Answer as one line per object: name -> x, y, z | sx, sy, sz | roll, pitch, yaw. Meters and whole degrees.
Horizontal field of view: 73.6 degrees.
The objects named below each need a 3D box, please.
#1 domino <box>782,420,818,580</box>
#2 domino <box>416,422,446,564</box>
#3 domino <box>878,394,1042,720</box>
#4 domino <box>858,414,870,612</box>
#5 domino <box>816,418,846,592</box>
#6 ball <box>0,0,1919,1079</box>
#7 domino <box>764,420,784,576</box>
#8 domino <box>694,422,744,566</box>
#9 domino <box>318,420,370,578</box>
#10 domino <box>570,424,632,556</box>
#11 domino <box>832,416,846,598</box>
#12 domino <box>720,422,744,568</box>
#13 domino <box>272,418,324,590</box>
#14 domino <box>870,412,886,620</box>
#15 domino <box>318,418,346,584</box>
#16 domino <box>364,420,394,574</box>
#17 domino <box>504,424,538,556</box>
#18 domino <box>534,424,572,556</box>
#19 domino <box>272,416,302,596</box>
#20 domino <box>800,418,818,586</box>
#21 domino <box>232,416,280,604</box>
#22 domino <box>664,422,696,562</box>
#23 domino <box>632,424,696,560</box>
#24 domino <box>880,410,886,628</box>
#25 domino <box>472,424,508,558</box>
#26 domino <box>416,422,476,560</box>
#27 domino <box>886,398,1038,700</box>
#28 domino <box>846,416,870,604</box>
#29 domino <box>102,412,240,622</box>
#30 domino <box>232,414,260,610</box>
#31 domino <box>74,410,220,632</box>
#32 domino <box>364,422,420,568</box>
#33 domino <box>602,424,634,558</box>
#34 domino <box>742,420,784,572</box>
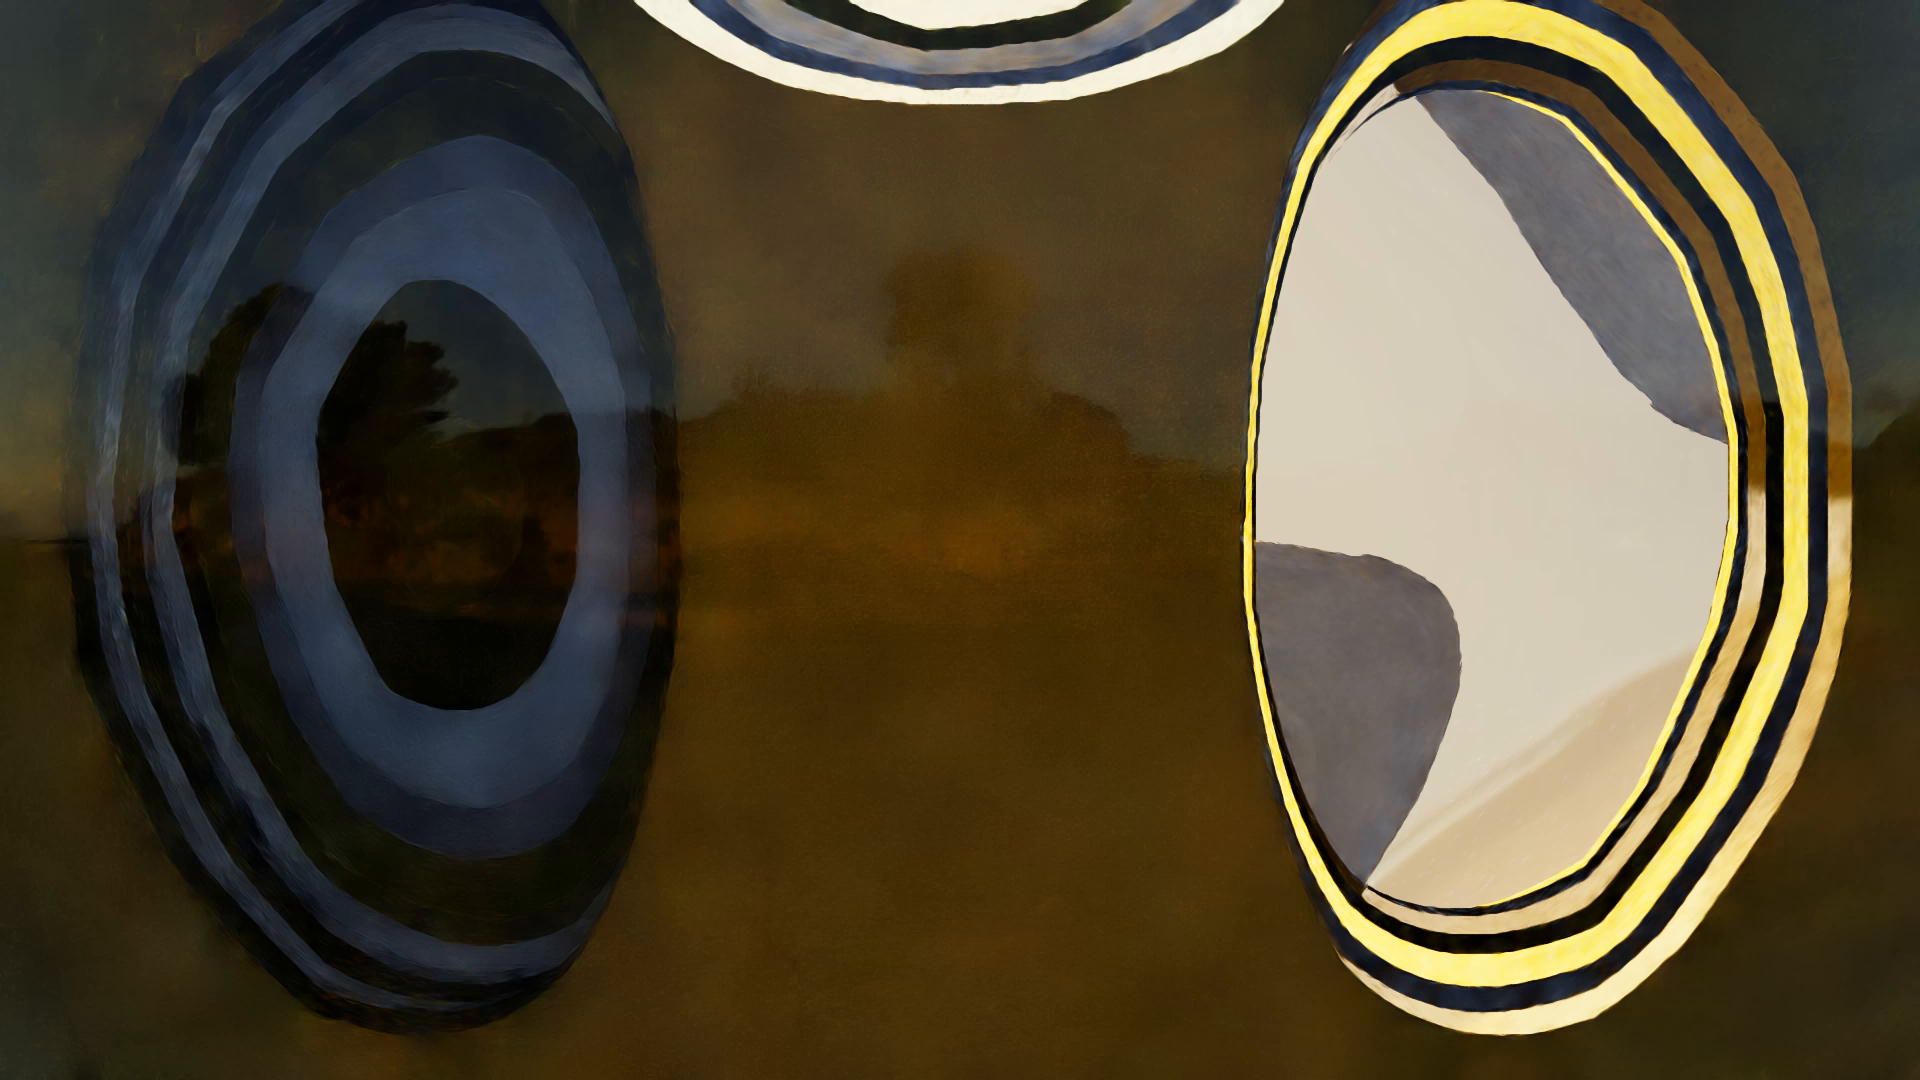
domino -> -0.043, -0.013, 0.408 | 0.025, 0.050, 0.010 | -2, 5, -28
domino -> -0.198, -0.017, 0.459 | 0.025, 0.050, 0.010 | 1, 4, 15
domino -> 0.000, 0.002, 0.201 | 0.025, 0.050, 0.009 | 0, 4, 0
domino -> -0.013, -0.007, 0.331 | 0.025, 0.050, 0.010 | -1, 4, -15
domino -> -0.029, -0.011, 0.378 | 0.025, 0.050, 0.010 | -2, 5, -22
ball -> 0.000, -0.002, 0.056 | 0.080, 0.080, 0.080 | 0, 4, 0
domino -> -0.051, -0.014, 0.422 | 0.025, 0.050, 0.009 | -3, 5, -32
domino -> -0.082, -0.017, 0.461 | 0.010, 0.050, 0.025 | 4, 6, 41
domino -> -0.204, -0.013, 0.410 | 0.025, 0.050, 0.010 | 0, 4, 1
domino -> -0.138, -0.020, 0.495 | 0.010, 0.050, 0.025 | 1, 5, 18
domino -> -0.023, -0.010, 0.363 | 0.025, 0.050, 0.010 | -2, 5, -19
domino -> -0.071, -0.016, 0.449 | 0.025, 0.050, 0.010 | -4, 6, -40
domino -> -0.203, -0.011, 0.377 | 0.025, 0.050, 0.010 | 0, 4, -5
domino -> -0.009, -0.006, 0.315 | 0.025, 0.050, 0.009 | -1, 4, -13
domino -> -0.204, -0.012, 0.394 | 0.025, 0.050, 0.009 | 0, 4, -2
domino -> -0.204, -0.014, 0.427 | 0.025, 0.050, 0.010 | 0, 4, 5
domino -> -0.171, -0.020, 0.498 | 0.010, 0.050, 0.025 | -2, 5, -23
domino -> -0.154, -0.020, 0.499 | 0.010, 0.050, 0.025 | 1, 4, 10
domino -> -0.201, -0.010, 0.361 | 0.025, 0.050, 0.009 | -1, 4, -7
domino -> -0.035, -0.012, 0.393 | 0.025, 0.050, 0.009 | -2, 5, -25
domino -> -0.199, -0.008, 0.344 | 0.025, 0.050, 0.010 | -1, 4, -11
domino -> -0.095, -0.018, 0.470 | 0.010, 0.050, 0.025 | 3, 5, 34
domino -> -0.109, -0.018, 0.480 | 0.010, 0.050, 0.025 | 3, 5, 33
domino -> -0.006, -0.005, 0.299 | 0.025, 0.050, 0.009 | -1, 4, -11
domino -> -0.184, -0.019, 0.488 | 0.025, 0.050, 0.009 | 4, 6, 41
domino -> -0.193, -0.018, 0.475 | 0.025, 0.050, 0.009 | 2, 5, 26
domino -> 0.000, 0.001, 0.217 | 0.025, 0.050, 0.009 | 0, 4, 2
domino -> -0.018, -0.008, 0.347 | 0.025, 0.050, 0.009 | -1, 4, -17
domino -> -0.191, -0.006, 0.312 | 0.025, 0.050, 0.009 | -1, 4, -14
domino -> -0.195, -0.007, 0.328 | 0.025, 0.050, 0.010 | -1, 4, -13
domino -> -0.187, -0.005, 0.296 | 0.025, 0.050, 0.009 | -1, 4, -14
domino -> -0.202, -0.016, 0.443 | 0.025, 0.050, 0.010 | 1, 4, 9
domino -> -0.123, -0.019, 0.488 | 0.010, 0.050, 0.025 | 2, 5, 29
domino -> -0.060, -0.015, 0.436 | 0.025, 0.050, 0.009 | -3, 5, -36
